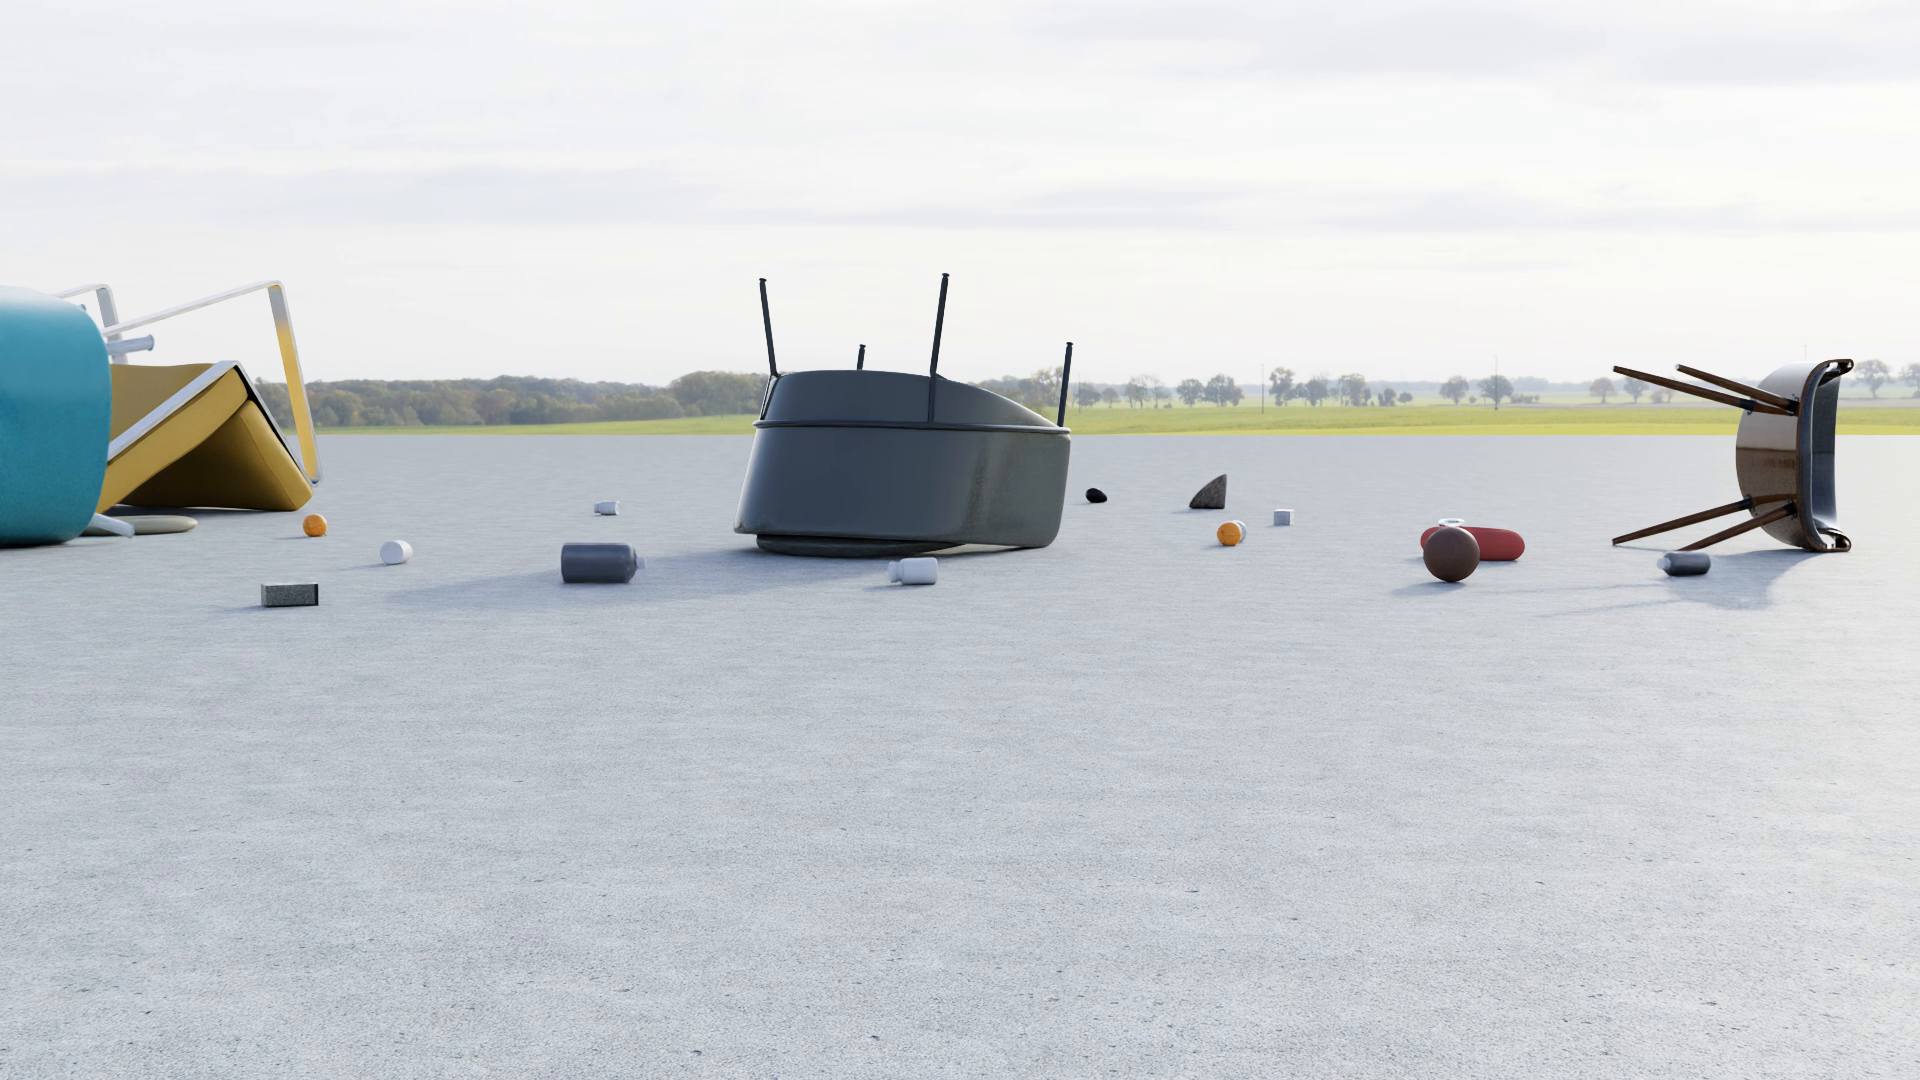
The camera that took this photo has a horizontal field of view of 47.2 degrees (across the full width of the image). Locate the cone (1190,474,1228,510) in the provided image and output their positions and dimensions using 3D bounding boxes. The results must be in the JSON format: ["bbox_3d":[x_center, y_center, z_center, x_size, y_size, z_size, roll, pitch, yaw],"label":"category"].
[{"bbox_3d":[0.961,-0.150,8.248,0.188,0.094,0.181,-34,-19,-19],"label":"cone"}]

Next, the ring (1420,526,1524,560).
[{"bbox_3d":[1.358,0.010,5.835,0.300,0.080,0.156,5,7,43],"label":"ring"}]

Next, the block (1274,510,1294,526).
[{"bbox_3d":[1.074,-0.075,7.285,0.054,0.048,0.080,1,4,19],"label":"block"}]

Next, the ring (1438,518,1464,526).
[{"bbox_3d":[1.605,-0.056,7.184,0.096,0.024,0.071,-3,6,-31],"label":"ring"}]

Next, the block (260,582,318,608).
[{"bbox_3d":[-1.393,0.113,4.569,0.105,0.045,0.066,-2,4,-26],"label":"block"}]

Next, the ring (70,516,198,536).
[{"bbox_3d":[-2.570,-0.045,6.847,0.393,0.050,0.225,-4,6,-42],"label":"ring"}]
